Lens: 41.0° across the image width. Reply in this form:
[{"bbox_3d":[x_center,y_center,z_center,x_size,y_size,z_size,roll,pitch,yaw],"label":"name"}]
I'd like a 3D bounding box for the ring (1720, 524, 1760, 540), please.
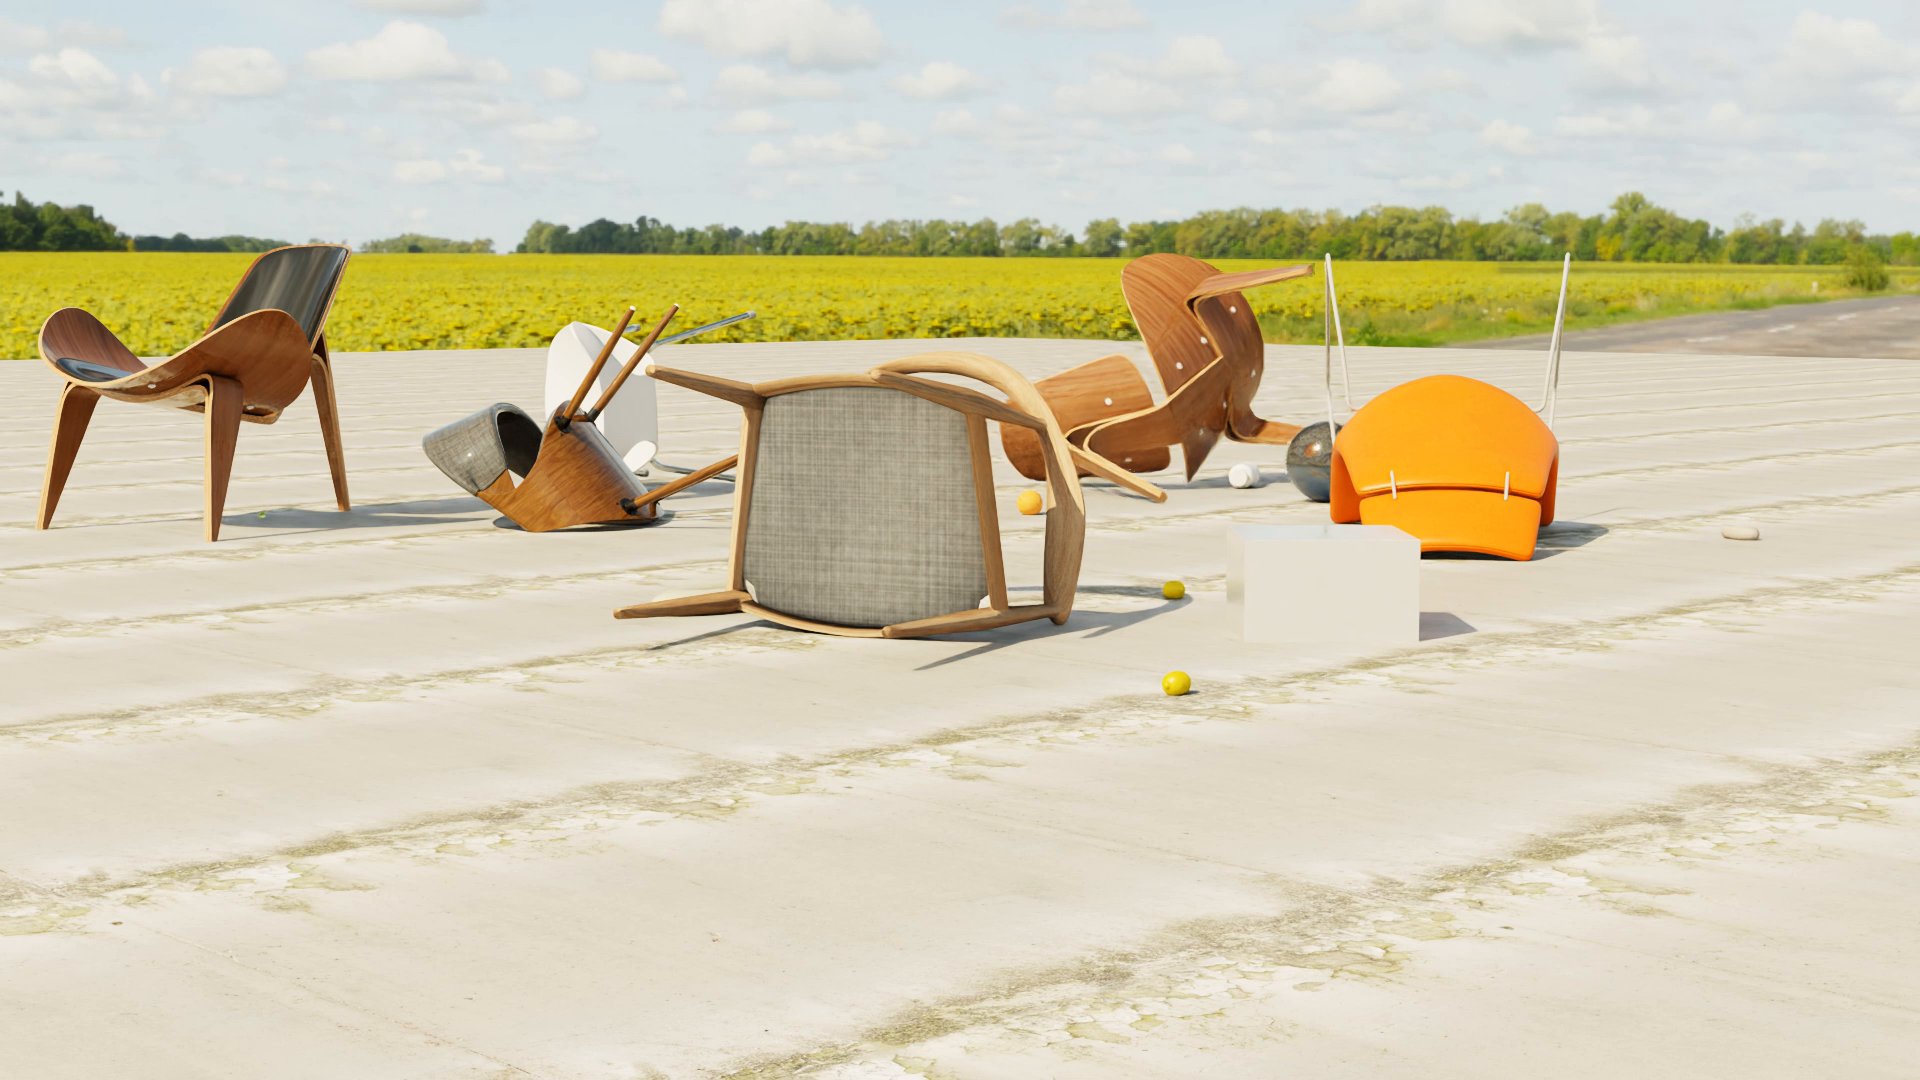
[{"bbox_3d":[1.958,-0.018,6.438,0.067,0.032,0.111,-2,7,-31],"label":"ring"}]

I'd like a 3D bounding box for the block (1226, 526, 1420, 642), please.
[{"bbox_3d":[0.668,0.078,4.752,0.315,0.185,0.275,0,6,-1],"label":"block"}]

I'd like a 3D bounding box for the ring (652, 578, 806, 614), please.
[{"bbox_3d":[-0.457,0.111,5.104,0.168,0.048,0.387,4,7,42],"label":"ring"}]

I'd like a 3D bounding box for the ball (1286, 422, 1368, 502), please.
[{"bbox_3d":[1.069,-0.229,7.482,0.236,0.236,0.236,0,6,0],"label":"ball"}]
